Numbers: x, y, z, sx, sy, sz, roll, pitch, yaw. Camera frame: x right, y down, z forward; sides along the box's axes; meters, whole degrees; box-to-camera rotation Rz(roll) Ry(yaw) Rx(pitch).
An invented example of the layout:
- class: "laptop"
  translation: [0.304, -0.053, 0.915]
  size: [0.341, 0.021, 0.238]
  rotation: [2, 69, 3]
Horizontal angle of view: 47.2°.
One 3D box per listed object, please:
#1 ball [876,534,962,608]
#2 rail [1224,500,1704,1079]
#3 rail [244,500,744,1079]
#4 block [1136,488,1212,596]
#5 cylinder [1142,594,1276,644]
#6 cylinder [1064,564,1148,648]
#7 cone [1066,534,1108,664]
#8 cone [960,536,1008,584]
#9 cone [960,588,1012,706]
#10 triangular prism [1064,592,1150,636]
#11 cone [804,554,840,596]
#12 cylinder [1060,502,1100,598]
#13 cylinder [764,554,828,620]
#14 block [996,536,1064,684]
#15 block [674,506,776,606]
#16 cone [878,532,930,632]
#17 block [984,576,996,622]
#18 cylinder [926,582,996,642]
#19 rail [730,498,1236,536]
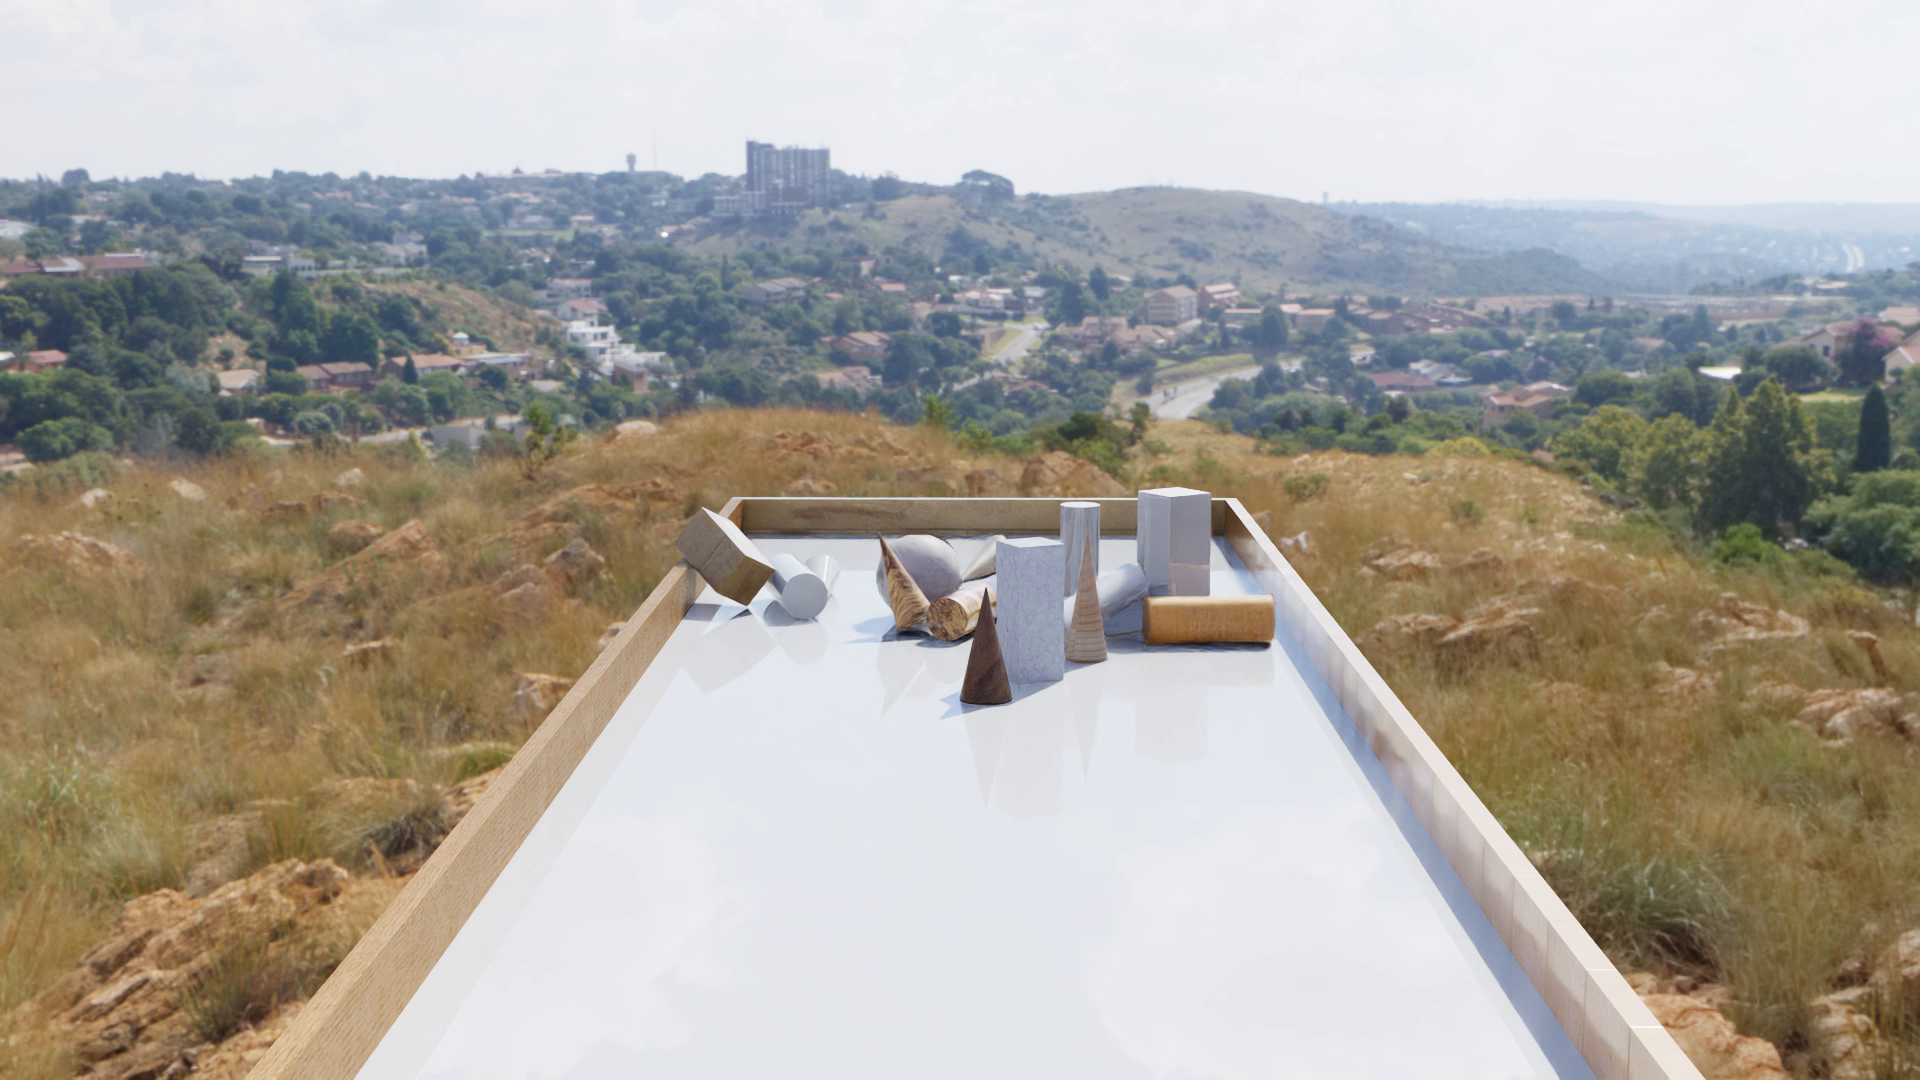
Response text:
- class: "ball"
  translation: [-0.138, 0.121, 7.335]
  size: [0.284, 0.284, 0.284]
  rotation: [0, 9, 0]
- class: "rail"
  translation: [1.046, 0.843, 3.208]
  size: [0.050, 0.150, 12.000]
  rotation: [0, 9, 1]
- class: "rail"
  translation: [-1.004, 0.839, 3.234]
  size: [0.050, 0.150, 12.000]
  rotation: [0, 9, 1]
- class: "block"
  translation: [0.699, 0.062, 7.201]
  size: [0.170, 0.443, 0.170]
  rotation: [-6, 11, -33]
- class: "cylinder"
  translation: [0.784, 0.251, 6.951]
  size: [0.398, 0.150, 0.150]
  rotation: [-1, 9, -4]
- class: "cylinder"
  translation: [0.420, 0.209, 6.949]
  size: [0.125, 0.125, 0.410]
  rotation: [8, 28, 42]
- class: "cone"
  translation: [0.386, 0.165, 6.685]
  size: [0.131, 0.401, 0.131]
  rotation: [0, 9, 0]
- class: "cone"
  translation: [0.066, 0.106, 8.127]
  size: [0.137, 0.137, 0.372]
  rotation: [5, 21, 28]
- class: "cone"
  translation: [0.073, 0.286, 6.161]
  size: [0.152, 0.327, 0.152]
  rotation: [0, 9, 0]
- class: "triangular prism"
  translation: [0.457, 0.233, 7.096]
  size: [0.375, 0.129, 0.149]
  rotation: [-6, 10, -34]
- class: "cone"
  translation: [-0.487, 0.179, 7.656]
  size: [0.141, 0.141, 0.359]
  rotation: [0, 20, -3]
- class: "cylinder"
  translation: [0.392, 0.083, 7.198]
  size: [0.128, 0.403, 0.128]
  rotation: [0, 9, 0]
- class: "cylinder"
  translation: [-0.567, 0.157, 7.523]
  size: [0.156, 0.156, 0.412]
  rotation: [-2, 9, -14]
- class: "block"
  translation: [0.205, 0.205, 6.427]
  size: [0.147, 0.403, 0.147]
  rotation: [-4, 10, -25]
- class: "block"
  translation: [-0.812, 0.057, 7.574]
  size: [0.164, 0.164, 0.308]
  rotation: [29, 12, -50]
- class: "cone"
  translation: [-0.202, 0.119, 7.120]
  size: [0.145, 0.327, 0.145]
  rotation: [-23, -8, -3]
- class: "block"
  translation: [0.122, 0.200, 7.411]
  size: [0.106, 0.106, 0.314]
  rotation: [2, 9, 14]
- class: "cylinder"
  translation: [0.014, 0.230, 7.112]
  size: [0.139, 0.139, 0.301]
  rotation: [4, 10, 22]
- class: "rail"
  translation: [0.099, -0.098, 9.147]
  size: [2.100, 0.150, 0.050]
  rotation: [0, 9, 1]
